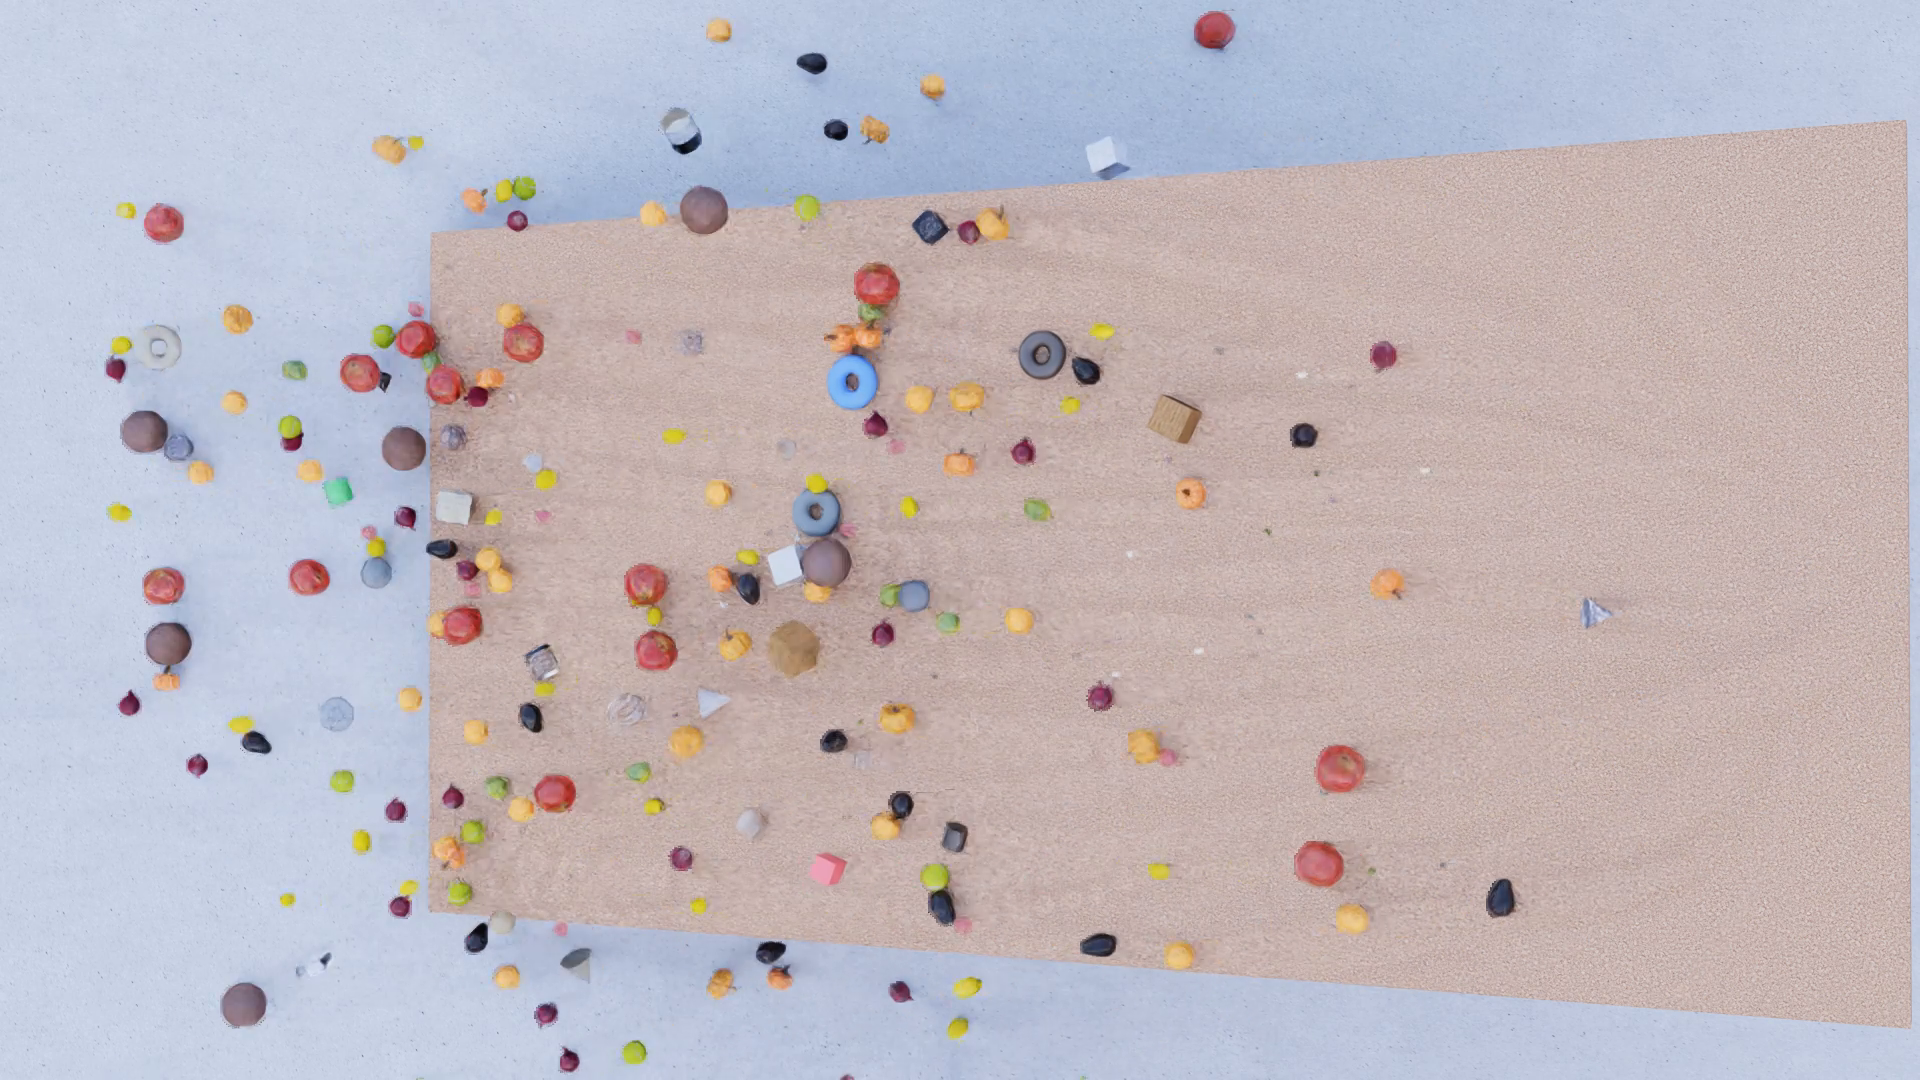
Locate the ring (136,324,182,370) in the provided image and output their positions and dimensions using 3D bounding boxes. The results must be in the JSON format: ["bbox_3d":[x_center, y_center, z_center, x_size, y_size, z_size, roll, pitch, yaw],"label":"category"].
[{"bbox_3d":[-2.347,-0.564,6.440,0.136,0.045,0.136,-10,106,-39],"label":"ring"}]

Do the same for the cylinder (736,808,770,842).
[{"bbox_3d":[-0.563,0.774,5.983,0.065,0.065,0.065,-45,72,0],"label":"cylinder"}]

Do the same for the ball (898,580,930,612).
[{"bbox_3d":[-0.120,0.147,5.777,0.086,0.086,0.086,0,89,0],"label":"ball"}]

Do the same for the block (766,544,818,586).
[{"bbox_3d":[-0.452,0.068,5.930,0.086,0.086,0.086,-22,81,22],"label":"block"}]

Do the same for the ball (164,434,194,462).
[{"bbox_3d":[-2.320,-0.274,6.531,0.081,0.081,0.081,0,89,0],"label":"ball"}]

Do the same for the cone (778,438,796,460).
[{"bbox_3d":[-0.482,-0.247,5.963,0.058,0.058,0.058,0,89,24],"label":"cone"}]

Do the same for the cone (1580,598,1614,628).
[{"bbox_3d":[1.482,0.172,5.089,0.071,0.071,0.071,4,89,-2],"label":"cone"}]

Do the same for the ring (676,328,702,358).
[{"bbox_3d":[-0.751,-0.547,6.105,0.080,0.027,0.080,0,90,23],"label":"ring"}]

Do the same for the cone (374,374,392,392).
[{"bbox_3d":[-1.711,-0.458,6.528,0.053,0.053,0.053,-14,64,0],"label":"cone"}]

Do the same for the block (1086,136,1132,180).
[{"bbox_3d":[0.386,-0.992,5.713,0.077,0.077,0.077,-22,73,30],"label":"block"}]

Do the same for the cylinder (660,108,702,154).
[{"bbox_3d":[-0.795,-1.166,6.271,0.093,0.093,0.093,-9,57,15],"label":"cylinder"}]

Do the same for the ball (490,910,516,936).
[{"bbox_3d":[-1.313,1.099,6.315,0.070,0.070,0.070,0,89,0],"label":"ball"}]

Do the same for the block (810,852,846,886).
[{"bbox_3d":[-0.354,0.881,5.889,0.062,0.062,0.062,22,98,23],"label":"block"}]

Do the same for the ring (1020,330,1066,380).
[{"bbox_3d":[0.211,-0.476,5.662,0.129,0.043,0.129,0,91,24],"label":"ring"}]

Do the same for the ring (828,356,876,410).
[{"bbox_3d":[-0.289,-0.422,5.884,0.145,0.048,0.145,0,91,24],"label":"ring"}]

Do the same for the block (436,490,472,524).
[{"bbox_3d":[-1.467,-0.096,6.370,0.084,0.084,0.084,8,94,-21],"label":"block"}]

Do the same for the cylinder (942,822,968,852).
[{"bbox_3d":[-0.012,0.775,5.735,0.057,0.057,0.057,16,105,0],"label":"cylinder"}]

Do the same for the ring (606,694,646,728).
[{"bbox_3d":[-0.931,0.477,6.134,0.112,0.037,0.112,-14,128,-20],"label":"ring"}]

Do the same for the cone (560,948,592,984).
[{"bbox_3d":[-1.118,1.277,6.513,0.096,0.096,0.096,-21,110,0],"label":"cone"}]

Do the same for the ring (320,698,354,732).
[{"bbox_3d":[-1.855,0.520,6.545,0.105,0.035,0.105,0,90,0],"label":"ring"}]

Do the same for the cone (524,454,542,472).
[{"bbox_3d":[-1.236,-0.222,6.302,0.057,0.057,0.057,0,89,24],"label":"cone"}]

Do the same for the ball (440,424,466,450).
[{"bbox_3d":[-1.477,-0.298,6.401,0.077,0.077,0.077,0,89,0],"label":"ball"}]

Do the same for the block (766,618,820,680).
[{"bbox_3d":[-0.443,0.291,5.856,0.096,0.096,0.096,38,49,27],"label":"block"}]

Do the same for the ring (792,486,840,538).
[{"bbox_3d":[-0.387,-0.076,5.924,0.139,0.046,0.139,1,92,22],"label":"ring"}]

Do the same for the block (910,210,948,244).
[{"bbox_3d":[-0.078,-0.823,5.787,0.060,0.060,0.060,-41,74,18],"label":"block"}]

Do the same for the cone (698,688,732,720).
[{"bbox_3d":[-0.670,0.443,6.049,0.090,0.090,0.090,-8,89,-3],"label":"cone"}]

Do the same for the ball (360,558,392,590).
[{"bbox_3d":[-1.728,0.100,6.512,0.091,0.091,0.091,0,89,0],"label":"ball"}]

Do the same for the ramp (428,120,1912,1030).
[{"bbox_3d":[0.283,0.083,5.701,4.000,0.100,2.000,0,89,24],"label":"ramp"}]

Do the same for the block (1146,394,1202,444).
[{"bbox_3d":[0.535,-0.301,5.488,0.090,0.090,0.090,28,101,22],"label":"block"}]

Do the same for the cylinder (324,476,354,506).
[{"bbox_3d":[-1.842,-0.144,6.529,0.066,0.066,0.066,-23,94,0],"label":"cylinder"}]

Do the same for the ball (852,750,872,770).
[{"bbox_3d":[-0.259,0.586,5.855,0.053,0.053,0.053,0,89,0],"label":"ball"}]
